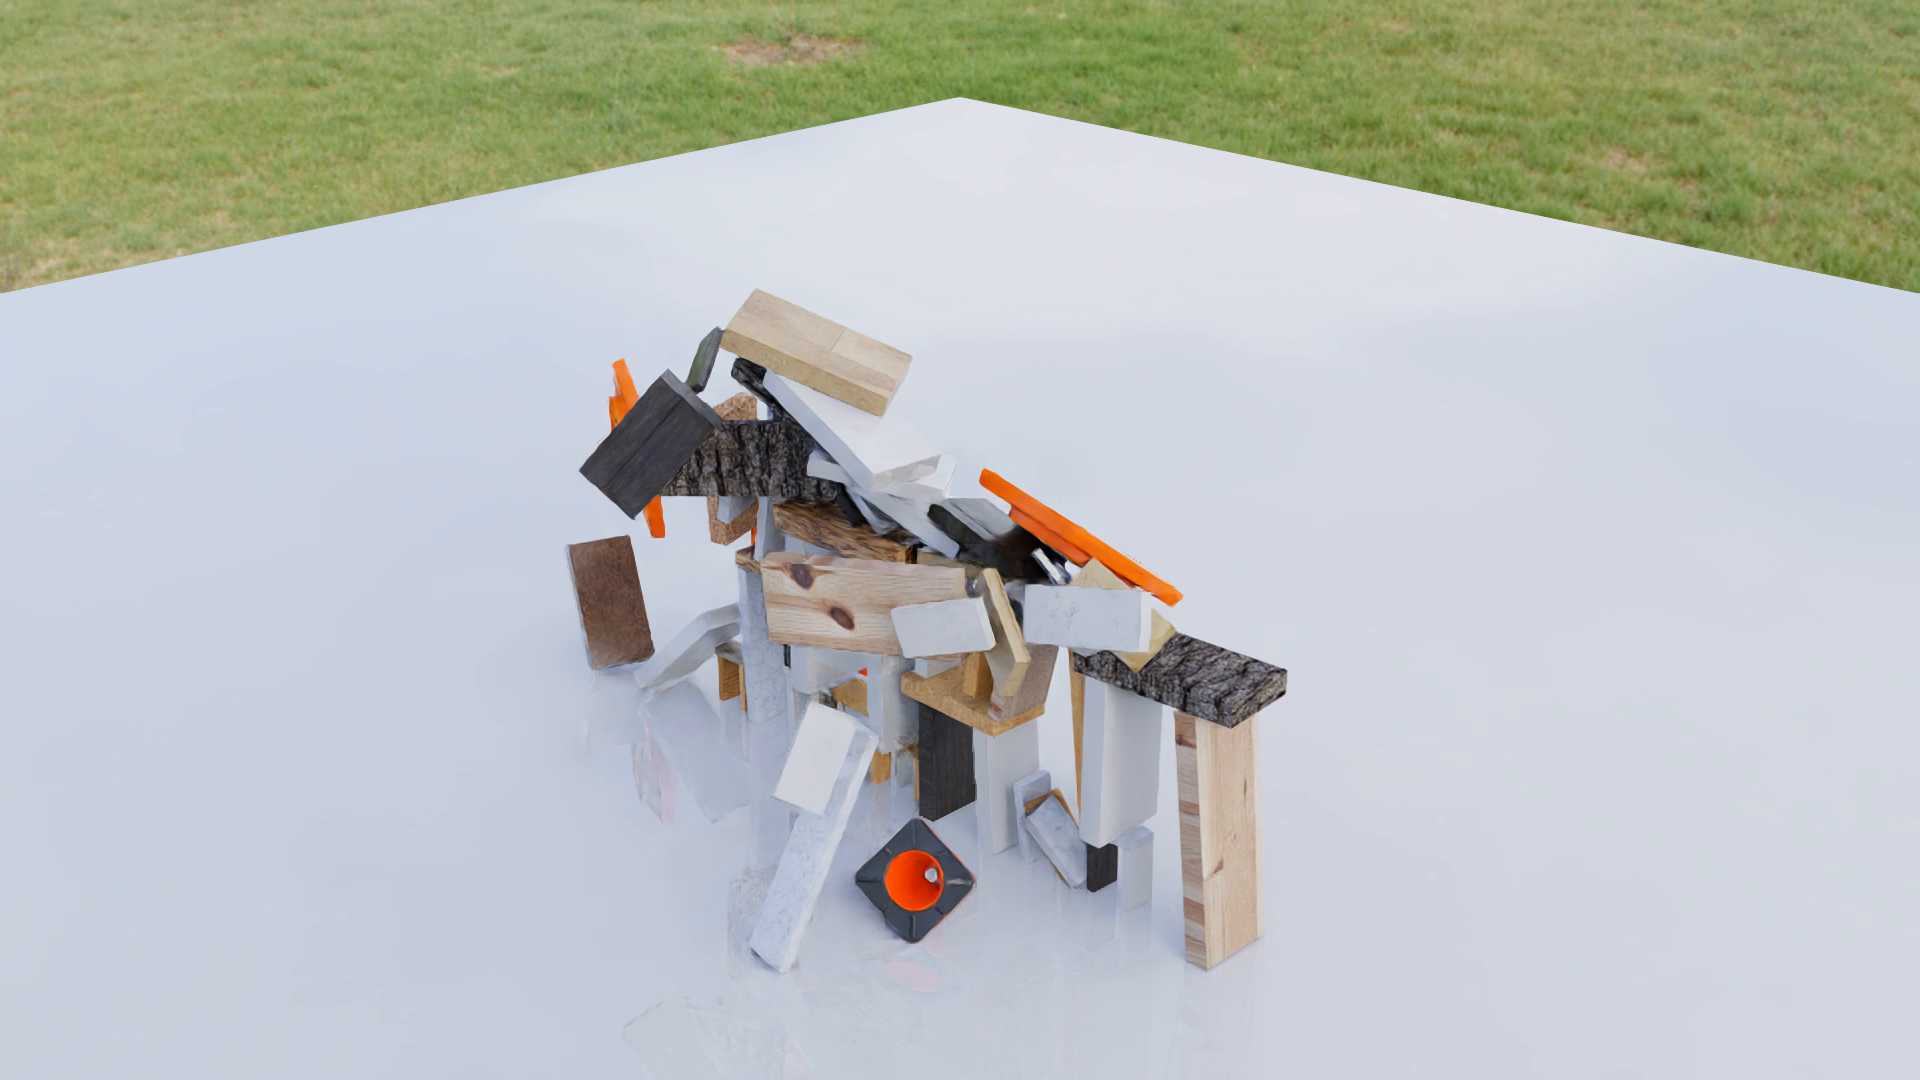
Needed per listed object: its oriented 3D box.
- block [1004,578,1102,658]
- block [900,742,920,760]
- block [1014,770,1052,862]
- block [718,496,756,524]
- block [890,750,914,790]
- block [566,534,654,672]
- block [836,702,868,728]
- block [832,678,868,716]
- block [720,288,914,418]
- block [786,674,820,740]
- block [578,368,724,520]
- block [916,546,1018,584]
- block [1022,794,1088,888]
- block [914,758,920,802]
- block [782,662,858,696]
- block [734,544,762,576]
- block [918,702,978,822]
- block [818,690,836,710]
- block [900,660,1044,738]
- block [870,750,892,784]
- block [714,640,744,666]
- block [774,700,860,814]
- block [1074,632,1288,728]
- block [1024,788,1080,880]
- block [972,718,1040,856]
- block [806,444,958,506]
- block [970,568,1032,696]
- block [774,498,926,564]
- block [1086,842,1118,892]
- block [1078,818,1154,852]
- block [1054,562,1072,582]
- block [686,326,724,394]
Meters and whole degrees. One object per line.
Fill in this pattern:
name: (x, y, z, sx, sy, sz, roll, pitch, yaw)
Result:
block: (0.189, 0.131, 3.996, 0.124, 0.035, 0.247, -20, 34, -36)
block: (-0.101, 0.416, 4.500, 0.051, 0.014, 0.102, -20, 30, -37)
block: (0.147, 0.538, 4.285, 0.081, 0.161, 0.023, -21, 22, -41)
block: (-0.457, -0.130, 4.573, 0.027, 0.190, 0.095, 31, 46, 18)
block: (-0.119, 0.460, 4.545, 0.051, 0.102, 0.014, -21, 30, -39)
block: (-0.806, 0.144, 5.066, 0.146, 0.292, 0.041, -10, -9, -20)
block: (-0.223, 0.398, 4.631, 0.021, 0.150, 0.075, 21, 31, 41)
block: (-0.187, 0.333, 4.565, 0.075, 0.021, 0.150, -21, 31, -41)
block: (-0.270, -0.357, 4.176, 0.333, 0.047, 0.167, 24, 37, 2)
block: (-0.335, 0.350, 4.735, 0.022, 0.155, 0.077, 20, 31, 41)
block: (-0.609, -0.186, 4.320, 0.147, 0.293, 0.042, 43, 30, -6)
block: (0.040, 0.040, 4.213, 0.228, 0.032, 0.114, 13, 22, 39)
block: (0.196, 0.576, 4.212, 0.081, 0.161, 0.023, -37, 1, -39)
block: (-0.069, 0.480, 4.499, 0.051, 0.102, 0.014, -18, 29, -37)
block: (-0.296, 0.283, 4.666, 0.077, 0.022, 0.155, -22, 31, -39)
block: (-0.378, 0.051, 4.654, 0.193, 0.027, 0.096, 22, 32, 40)
block: (-0.020, 0.419, 4.428, 0.038, 0.269, 0.135, 21, 31, 40)
block: (-0.260, 0.379, 4.666, 0.077, 0.155, 0.022, -22, 31, -39)
block: (0.023, 0.302, 4.302, 0.135, 0.038, 0.269, -21, 29, -38)
block: (-0.152, 0.425, 4.566, 0.021, 0.150, 0.075, 21, 31, 41)
block: (-0.486, 0.252, 4.862, 0.111, 0.016, 0.055, 21, 31, 40)
block: (-0.250, 0.380, 3.836, 0.092, 0.184, 0.026, 22, 17, -1)
block: (0.387, 0.231, 3.892, 0.340, 0.048, 0.170, 19, 29, 37)
block: (0.193, 0.567, 4.247, 0.081, 0.161, 0.023, -21, -9, -41)
block: (0.095, 0.469, 4.303, 0.135, 0.269, 0.038, -22, 30, -36)
block: (-0.146, -0.141, 4.177, 0.264, 0.037, 0.132, 13, 32, 5)
block: (0.069, 0.166, 3.960, 0.029, 0.104, 0.208, -4, 53, -22)
block: (-0.193, -0.024, 4.403, 0.175, 0.050, 0.350, -22, 32, -39)
block: (0.271, 0.598, 4.181, 0.066, 0.132, 0.019, -20, 30, -39)
block: (0.293, 0.541, 4.122, 0.066, 0.019, 0.132, -20, 30, -37)
block: (0.204, 0.081, 3.990, 0.013, 0.047, 0.094, -39, 46, -6)
block: (-0.534, -0.363, 4.560, 0.022, 0.076, 0.153, 29, 54, -21)
